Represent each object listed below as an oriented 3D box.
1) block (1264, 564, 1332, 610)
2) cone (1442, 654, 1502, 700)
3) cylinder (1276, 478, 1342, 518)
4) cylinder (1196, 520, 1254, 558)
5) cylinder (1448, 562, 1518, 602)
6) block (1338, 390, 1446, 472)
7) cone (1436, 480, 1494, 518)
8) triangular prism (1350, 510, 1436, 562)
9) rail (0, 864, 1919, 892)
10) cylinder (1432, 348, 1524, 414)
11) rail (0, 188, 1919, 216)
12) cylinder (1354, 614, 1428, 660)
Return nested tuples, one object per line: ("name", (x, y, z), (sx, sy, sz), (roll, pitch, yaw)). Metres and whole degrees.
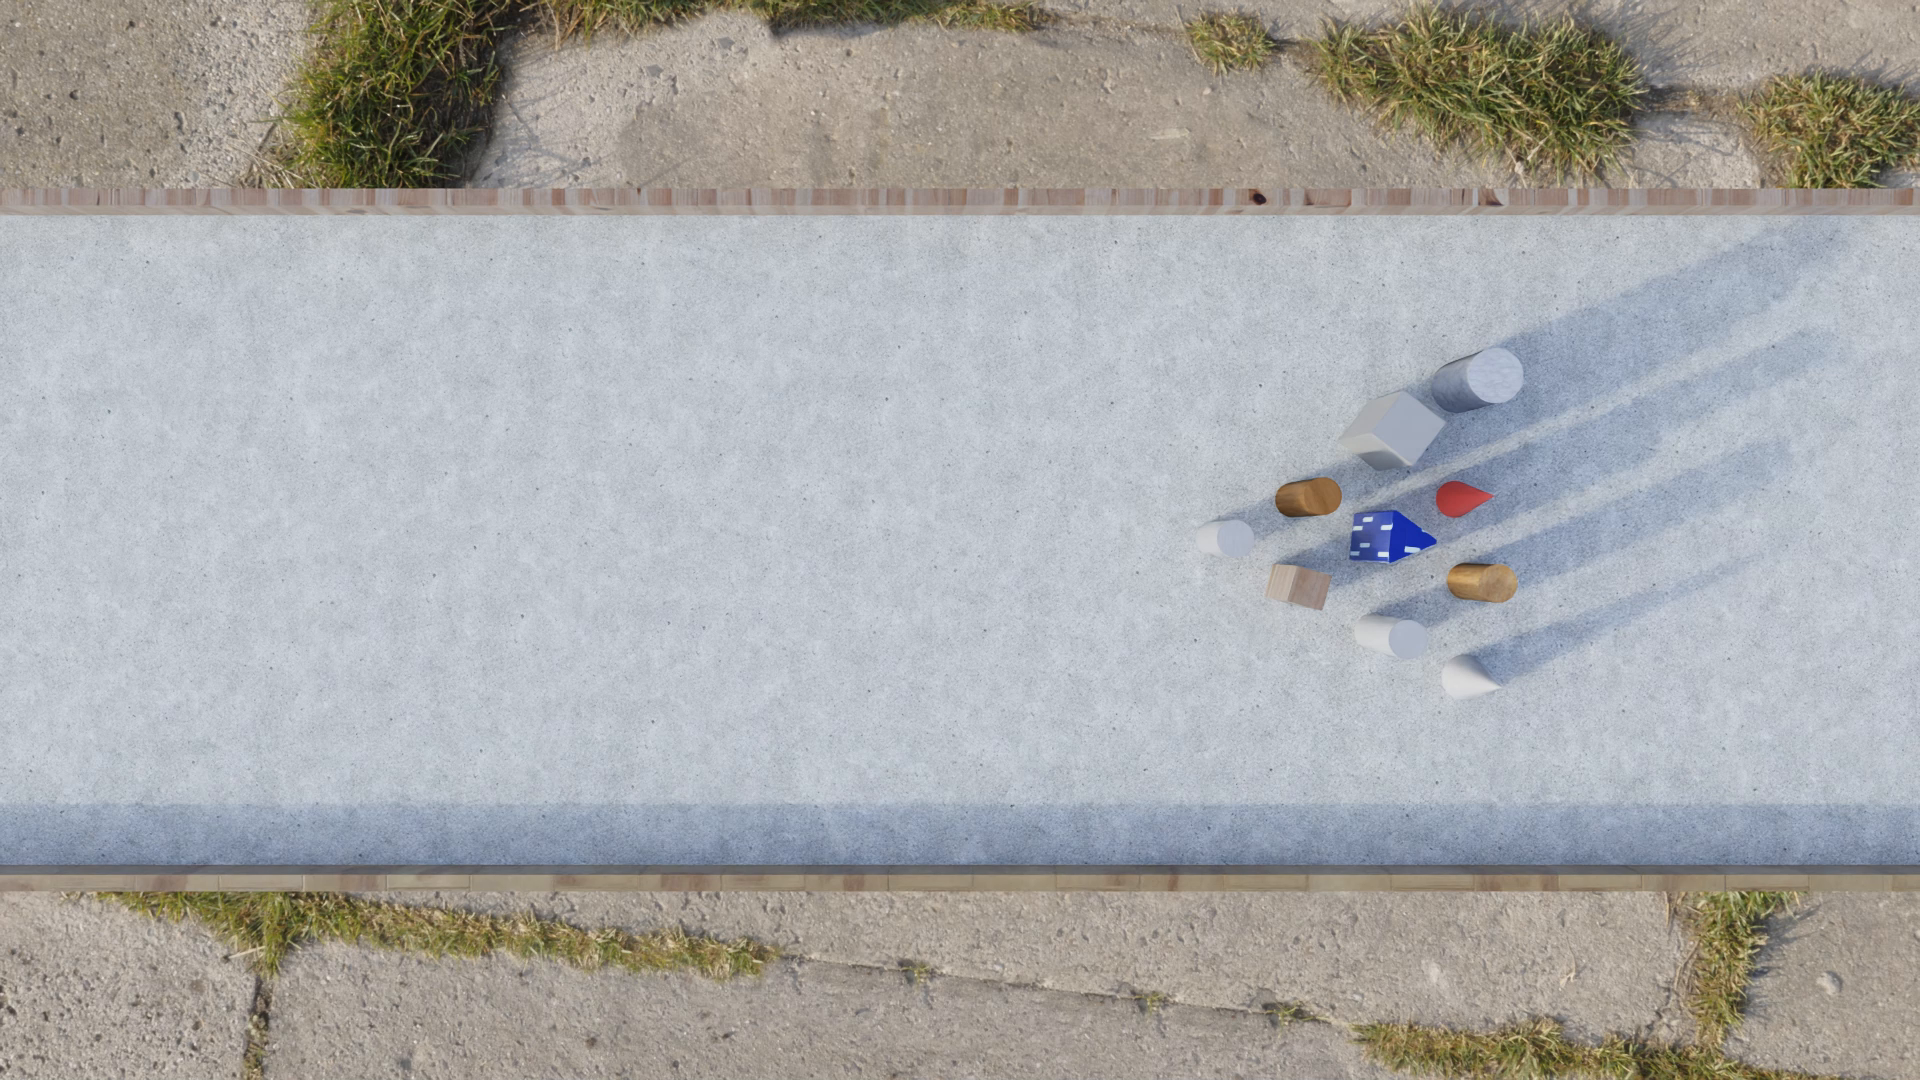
("block", (1.000, 0.138, 4.896), (0.105, 0.361, 0.105), (16, 90, 0))
("cone", (1.554, 0.423, 4.901), (0.142, 0.351, 0.142), (0, 90, 0))
("cylinder", (1.024, -0.124, 4.864), (0.107, 0.425, 0.107), (0, 90, 0))
("cylinder", (0.778, -0.003, 4.868), (0.107, 0.418, 0.107), (0, 90, 0))
("cylinder", (1.555, 0.126, 4.921), (0.112, 0.312, 0.112), (0, 90, 0))
("block", (1.270, -0.319, 4.874), (0.152, 0.406, 0.152), (38, 90, 0))
("cone", (1.522, -0.126, 4.884), (0.113, 0.386, 0.113), (0, 90, 0))
("triangular prism", (1.243, -0.024, 4.847), (0.147, 0.458, 0.127), (-23, 90, 0))
("rail", (-2.247, 1.025, 5.001), (12.000, 0.150, 0.050), (0, 90, 0))
("cylinder", (1.530, -0.470, 4.893), (0.159, 0.367, 0.159), (0, 90, 0))
("rail", (-2.247, -1.025, 5.002), (12.000, 0.150, 0.050), (0, 90, 0))
("cylinder", (1.269, 0.282, 4.874), (0.112, 0.404, 0.112), (0, 90, 0))
